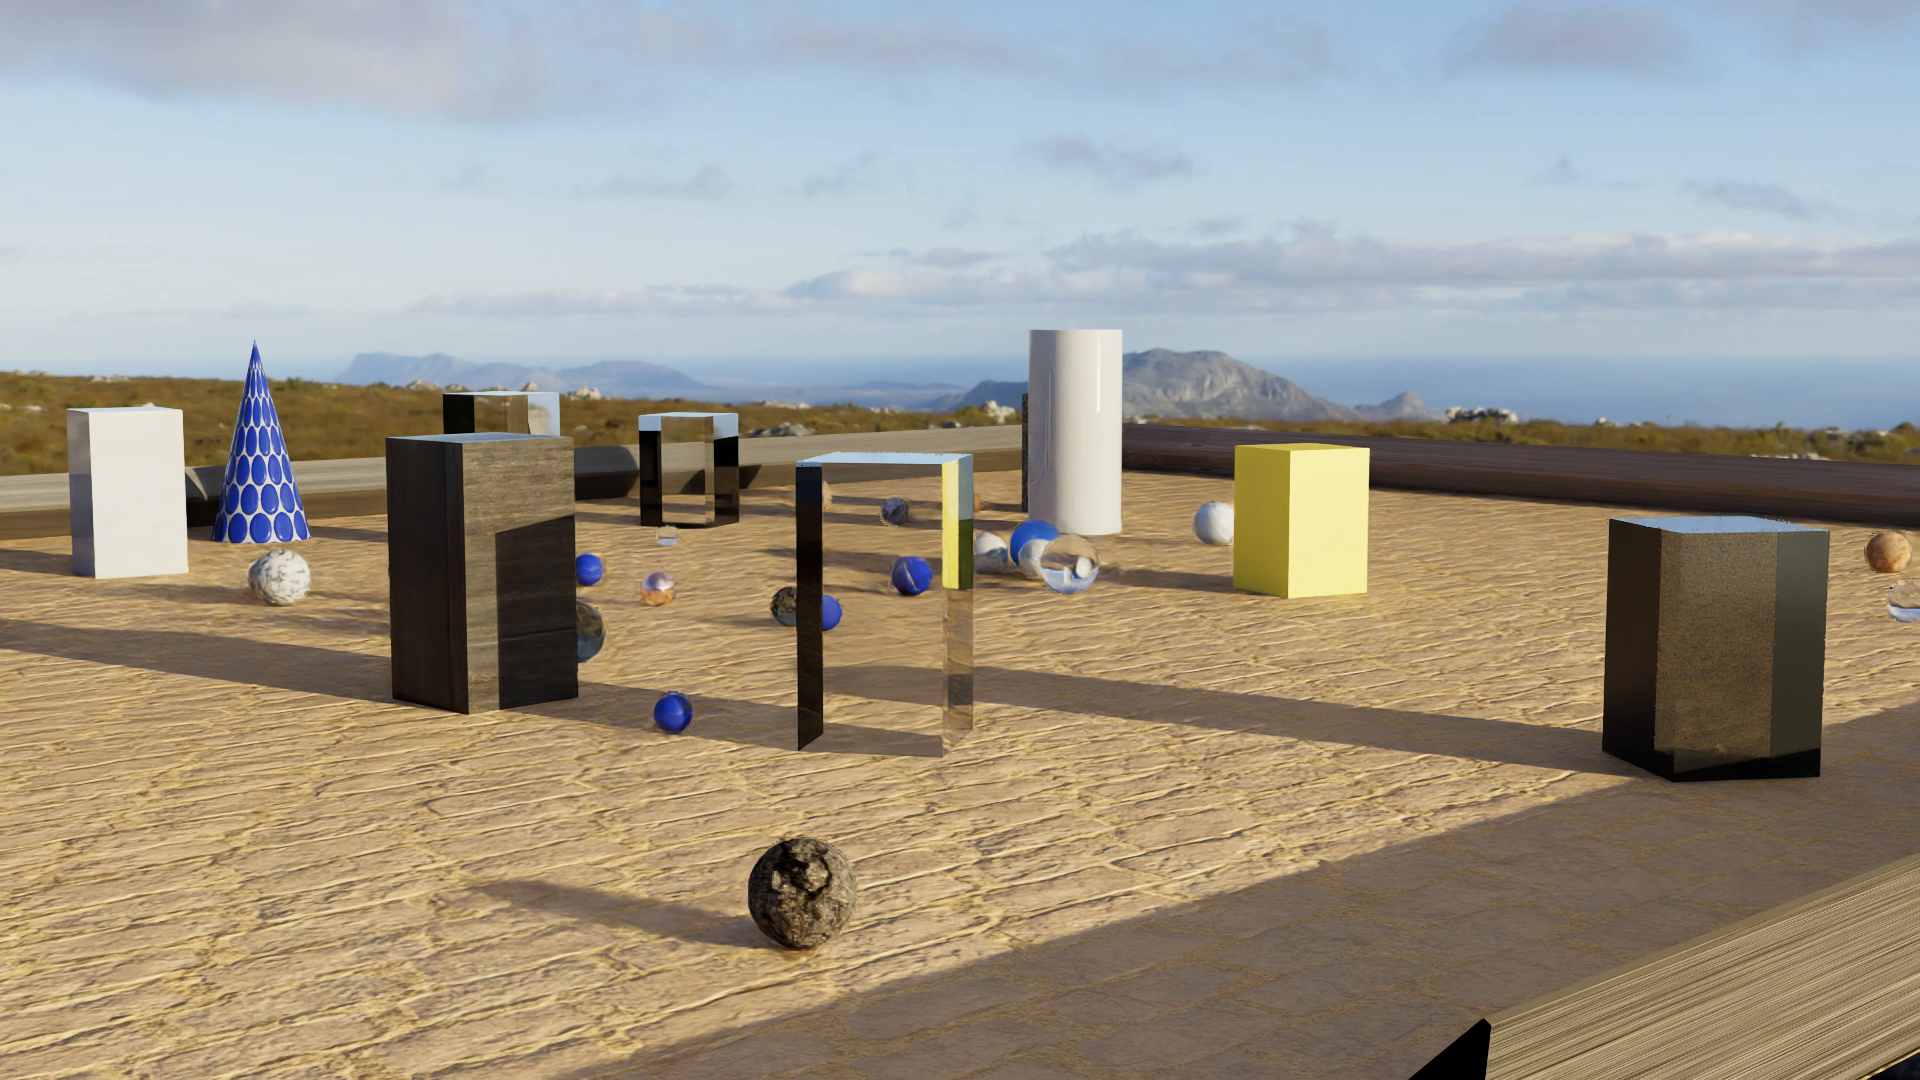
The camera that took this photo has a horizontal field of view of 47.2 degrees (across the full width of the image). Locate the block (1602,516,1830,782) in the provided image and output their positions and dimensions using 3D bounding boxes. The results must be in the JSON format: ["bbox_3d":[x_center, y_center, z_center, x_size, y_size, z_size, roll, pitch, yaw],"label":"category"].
[{"bbox_3d":[0.731,0.102,2.138,0.149,0.235,0.149,-1,6,-9],"label":"block"}]

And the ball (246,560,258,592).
[{"bbox_3d":[-1.072,0.057,3.399,0.058,0.058,0.058,0,6,0],"label":"ball"}]

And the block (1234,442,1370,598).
[{"bbox_3d":[0.535,-0.034,3.459,0.149,0.226,0.149,-3,7,-27],"label":"block"}]

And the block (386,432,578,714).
[{"bbox_3d":[-0.542,0.032,2.495,0.149,0.298,0.149,6,8,42],"label":"block"}]

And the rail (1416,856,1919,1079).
[{"bbox_3d":[1.261,0.176,1.973,4.462,0.121,0.045,-6,8,-42],"label":"rail"}]

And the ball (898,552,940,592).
[{"bbox_3d":[-0.064,0.049,3.448,0.063,0.063,0.063,0,6,0],"label":"ball"}]

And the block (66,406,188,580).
[{"bbox_3d":[-1.400,-0.083,3.695,0.149,0.273,0.149,-4,7,-35],"label":"block"}]

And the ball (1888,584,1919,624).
[{"bbox_3d":[1.339,0.089,3.105,0.056,0.056,0.056,0,6,0],"label":"ball"}]

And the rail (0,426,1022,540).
[{"bbox_3d":[-1.261,-0.113,4.691,4.462,0.121,0.045,-6,8,-42],"label":"rail"}]

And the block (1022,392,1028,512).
[{"bbox_3d":[0.240,-0.191,4.792,0.149,0.258,0.149,5,8,41],"label":"block"}]

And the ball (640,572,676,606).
[{"bbox_3d":[-0.451,0.073,3.278,0.052,0.052,0.052,0,6,0],"label":"ball"}]

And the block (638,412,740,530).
[{"bbox_3d":[-0.554,-0.144,4.502,0.149,0.225,0.149,2,6,21],"label":"block"}]

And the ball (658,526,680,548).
[{"bbox_3d":[-0.542,-0.007,4.085,0.040,0.040,0.040,0,6,0],"label":"ball"}]

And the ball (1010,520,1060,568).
[{"bbox_3d":[0.126,0.012,3.661,0.089,0.089,0.089,0,6,0],"label":"ball"}]

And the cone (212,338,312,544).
[{"bbox_3d":[-1.347,-0.195,4.221,0.186,0.385,0.186,0,6,0],"label":"cone"}]

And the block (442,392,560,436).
[{"bbox_3d":[-0.847,-0.129,4.073,0.149,0.286,0.149,4,7,31],"label":"block"}]

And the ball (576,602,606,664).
[{"bbox_3d":[-0.452,0.109,2.573,0.074,0.074,0.074,0,6,0],"label":"ball"}]

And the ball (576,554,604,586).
[{"bbox_3d":[-0.596,0.047,3.513,0.053,0.053,0.053,0,6,0],"label":"ball"}]

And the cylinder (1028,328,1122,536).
[{"bbox_3d":[0.229,-0.218,4.372,0.186,0.400,0.186,0,6,0],"label":"cylinder"}]

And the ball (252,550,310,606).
[{"bbox_3d":[-1.014,0.056,3.287,0.084,0.084,0.084,0,6,0],"label":"ball"}]

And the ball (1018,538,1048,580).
[{"bbox_3d":[0.128,0.031,3.584,0.067,0.067,0.067,0,6,0],"label":"ball"}]

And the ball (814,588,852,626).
[{"bbox_3d":[-0.178,0.094,3.075,0.052,0.052,0.052,0,6,0],"label":"ball"}]

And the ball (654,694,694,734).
[{"bbox_3d":[-0.300,0.182,2.304,0.041,0.041,0.041,0,6,0],"label":"ball"}]

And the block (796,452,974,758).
[{"bbox_3d":[-0.075,0.061,2.251,0.149,0.292,0.149,1,6,12],"label":"block"}]

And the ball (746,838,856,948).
[{"bbox_3d":[-0.111,0.246,1.533,0.076,0.076,0.076,0,6,0],"label":"ball"}]

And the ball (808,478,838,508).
[{"bbox_3d":[-0.303,-0.105,4.882,0.068,0.068,0.068,0,6,0],"label":"ball"}]

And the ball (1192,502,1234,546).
[{"bbox_3d":[0.477,-0.031,4.103,0.083,0.083,0.083,0,6,0],"label":"ball"}]

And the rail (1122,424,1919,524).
[{"bbox_3d":[1.622,-0.126,4.821,0.045,0.121,3.766,-6,8,-42],"label":"rail"}]

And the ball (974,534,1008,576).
[{"bbox_3d":[0.046,0.024,3.654,0.070,0.070,0.070,0,6,0],"label":"ball"}]

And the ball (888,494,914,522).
[{"bbox_3d":[-0.122,-0.065,4.551,0.058,0.058,0.058,0,6,0],"label":"ball"}]

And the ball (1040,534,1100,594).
[{"bbox_3d":[0.169,0.038,3.412,0.093,0.093,0.093,0,6,0],"label":"ball"}]

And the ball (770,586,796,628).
[{"bbox_3d":[-0.235,0.093,3.065,0.057,0.057,0.057,0,6,0],"label":"ball"}]

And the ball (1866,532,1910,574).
[{"bbox_3d":[1.554,0.021,3.683,0.070,0.070,0.070,0,6,0],"label":"ball"}]

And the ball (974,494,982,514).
[{"bbox_3d":[0.024,-0.079,4.729,0.047,0.047,0.047,0,6,0],"label":"ball"}]
